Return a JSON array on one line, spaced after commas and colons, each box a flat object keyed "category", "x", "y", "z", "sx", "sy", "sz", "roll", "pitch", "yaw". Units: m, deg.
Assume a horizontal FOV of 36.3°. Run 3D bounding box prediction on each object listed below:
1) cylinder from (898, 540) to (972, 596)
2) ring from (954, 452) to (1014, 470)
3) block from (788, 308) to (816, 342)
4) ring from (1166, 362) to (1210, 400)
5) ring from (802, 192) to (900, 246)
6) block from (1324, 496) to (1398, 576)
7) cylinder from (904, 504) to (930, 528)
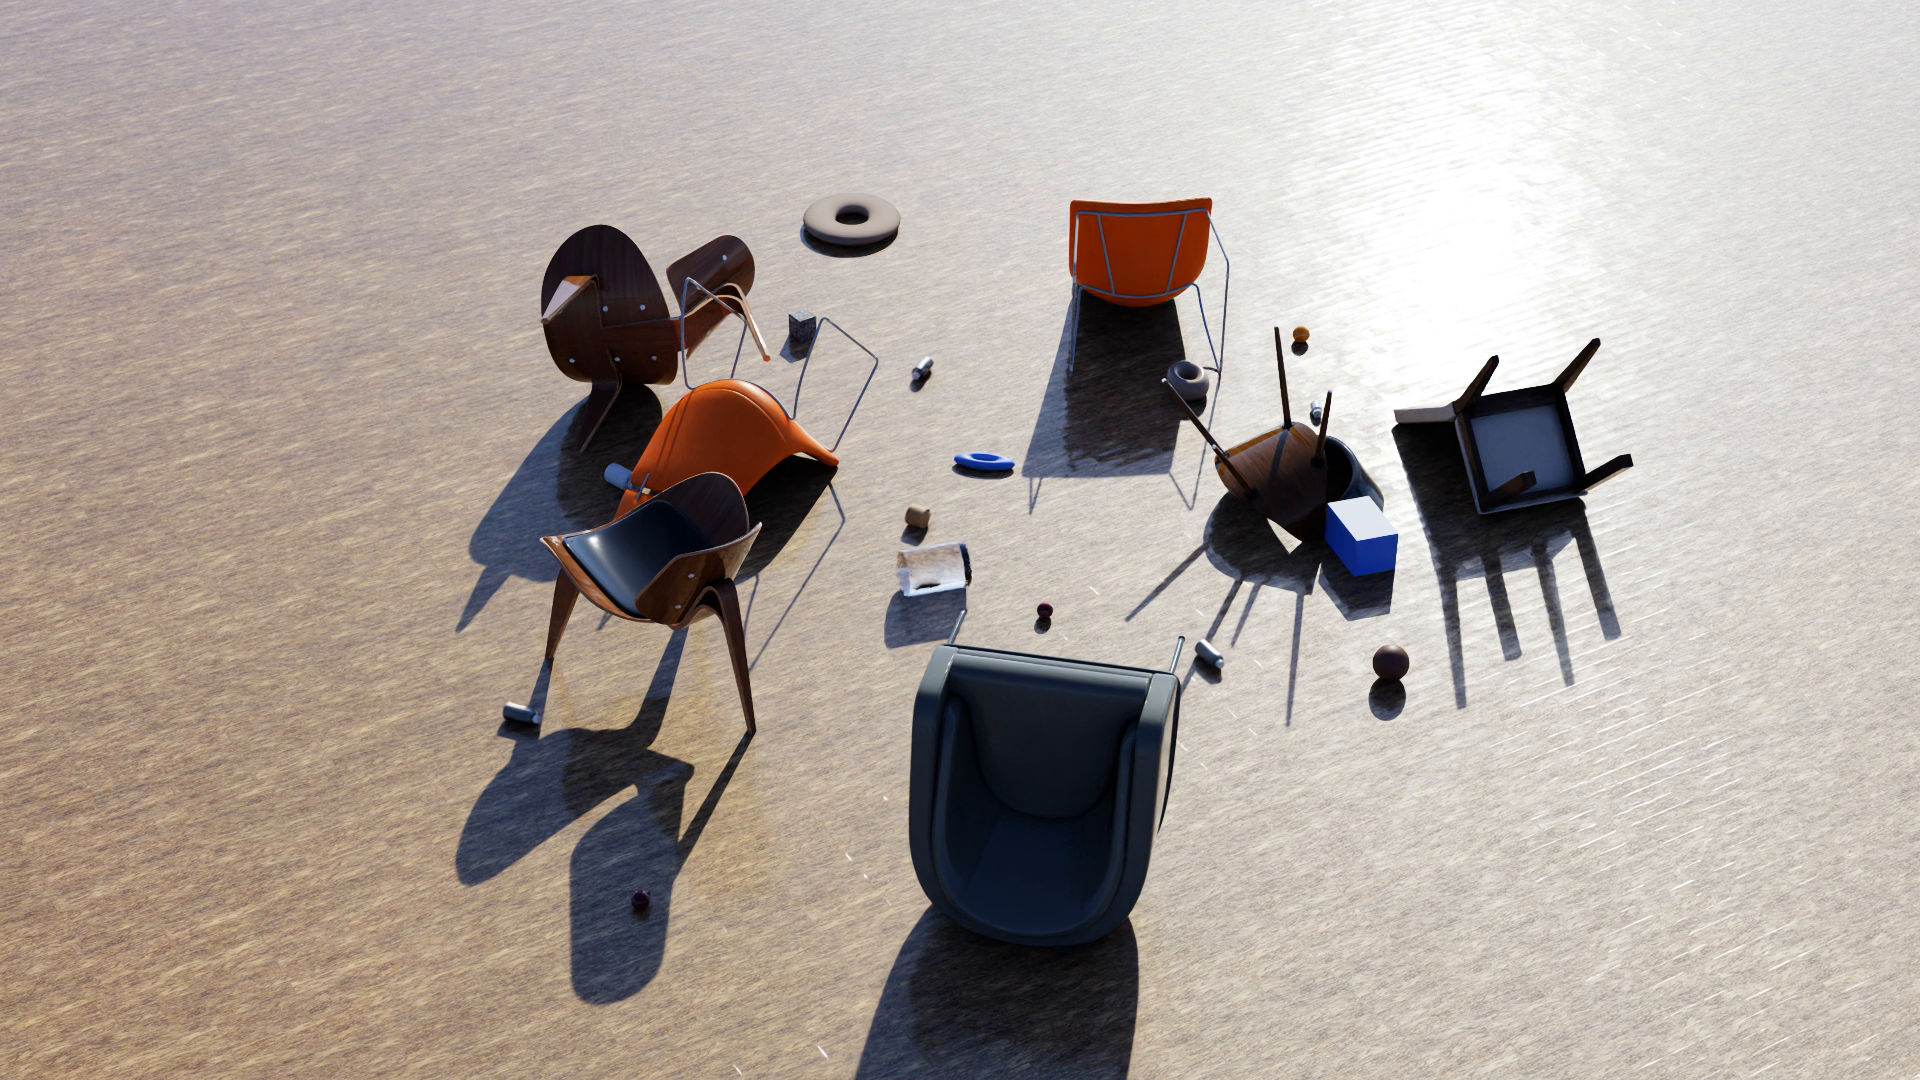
[{"category": "cylinder", "x": -0.094, "y": 0.105, "z": 10.627, "sx": 0.230, "sy": 0.178, "sz": 0.169, "roll": -9, "pitch": 73, "yaw": -13}, {"category": "ring", "x": 0.095, "y": -0.304, "z": 11.371, "sx": 0.242, "sy": 0.039, "sz": 0.086, "roll": 6, "pitch": 35, "yaw": 8}, {"category": "block", "x": -0.656, "y": -0.896, "z": 12.216, "sx": 0.080, "sy": 0.098, "sz": 0.088, "roll": -21, "pitch": 39, "yaw": -29}, {"category": "ring", "x": 0.920, "y": -0.644, "z": 11.844, "sx": 0.170, "sy": 0.087, "sz": 0.242, "roll": -8, "pitch": 33, "yaw": -9}, {"category": "ring", "x": -0.482, "y": -1.428, "z": 13.053, "sx": 0.436, "sy": 0.066, "sz": 0.466, "roll": -2, "pitch": 34, "yaw": -4}, {"category": "block", "x": 1.482, "y": -0.015, "z": 10.823, "sx": 0.166, "sy": 0.158, "sz": 0.265, "roll": -10, "pitch": 35, "yaw": -15}, {"category": "cylinder", "x": -0.158, "y": -0.090, "z": 11.014, "sx": 0.067, "sy": 0.073, "sz": 0.078, "roll": 20, "pitch": 64, "yaw": 28}]
